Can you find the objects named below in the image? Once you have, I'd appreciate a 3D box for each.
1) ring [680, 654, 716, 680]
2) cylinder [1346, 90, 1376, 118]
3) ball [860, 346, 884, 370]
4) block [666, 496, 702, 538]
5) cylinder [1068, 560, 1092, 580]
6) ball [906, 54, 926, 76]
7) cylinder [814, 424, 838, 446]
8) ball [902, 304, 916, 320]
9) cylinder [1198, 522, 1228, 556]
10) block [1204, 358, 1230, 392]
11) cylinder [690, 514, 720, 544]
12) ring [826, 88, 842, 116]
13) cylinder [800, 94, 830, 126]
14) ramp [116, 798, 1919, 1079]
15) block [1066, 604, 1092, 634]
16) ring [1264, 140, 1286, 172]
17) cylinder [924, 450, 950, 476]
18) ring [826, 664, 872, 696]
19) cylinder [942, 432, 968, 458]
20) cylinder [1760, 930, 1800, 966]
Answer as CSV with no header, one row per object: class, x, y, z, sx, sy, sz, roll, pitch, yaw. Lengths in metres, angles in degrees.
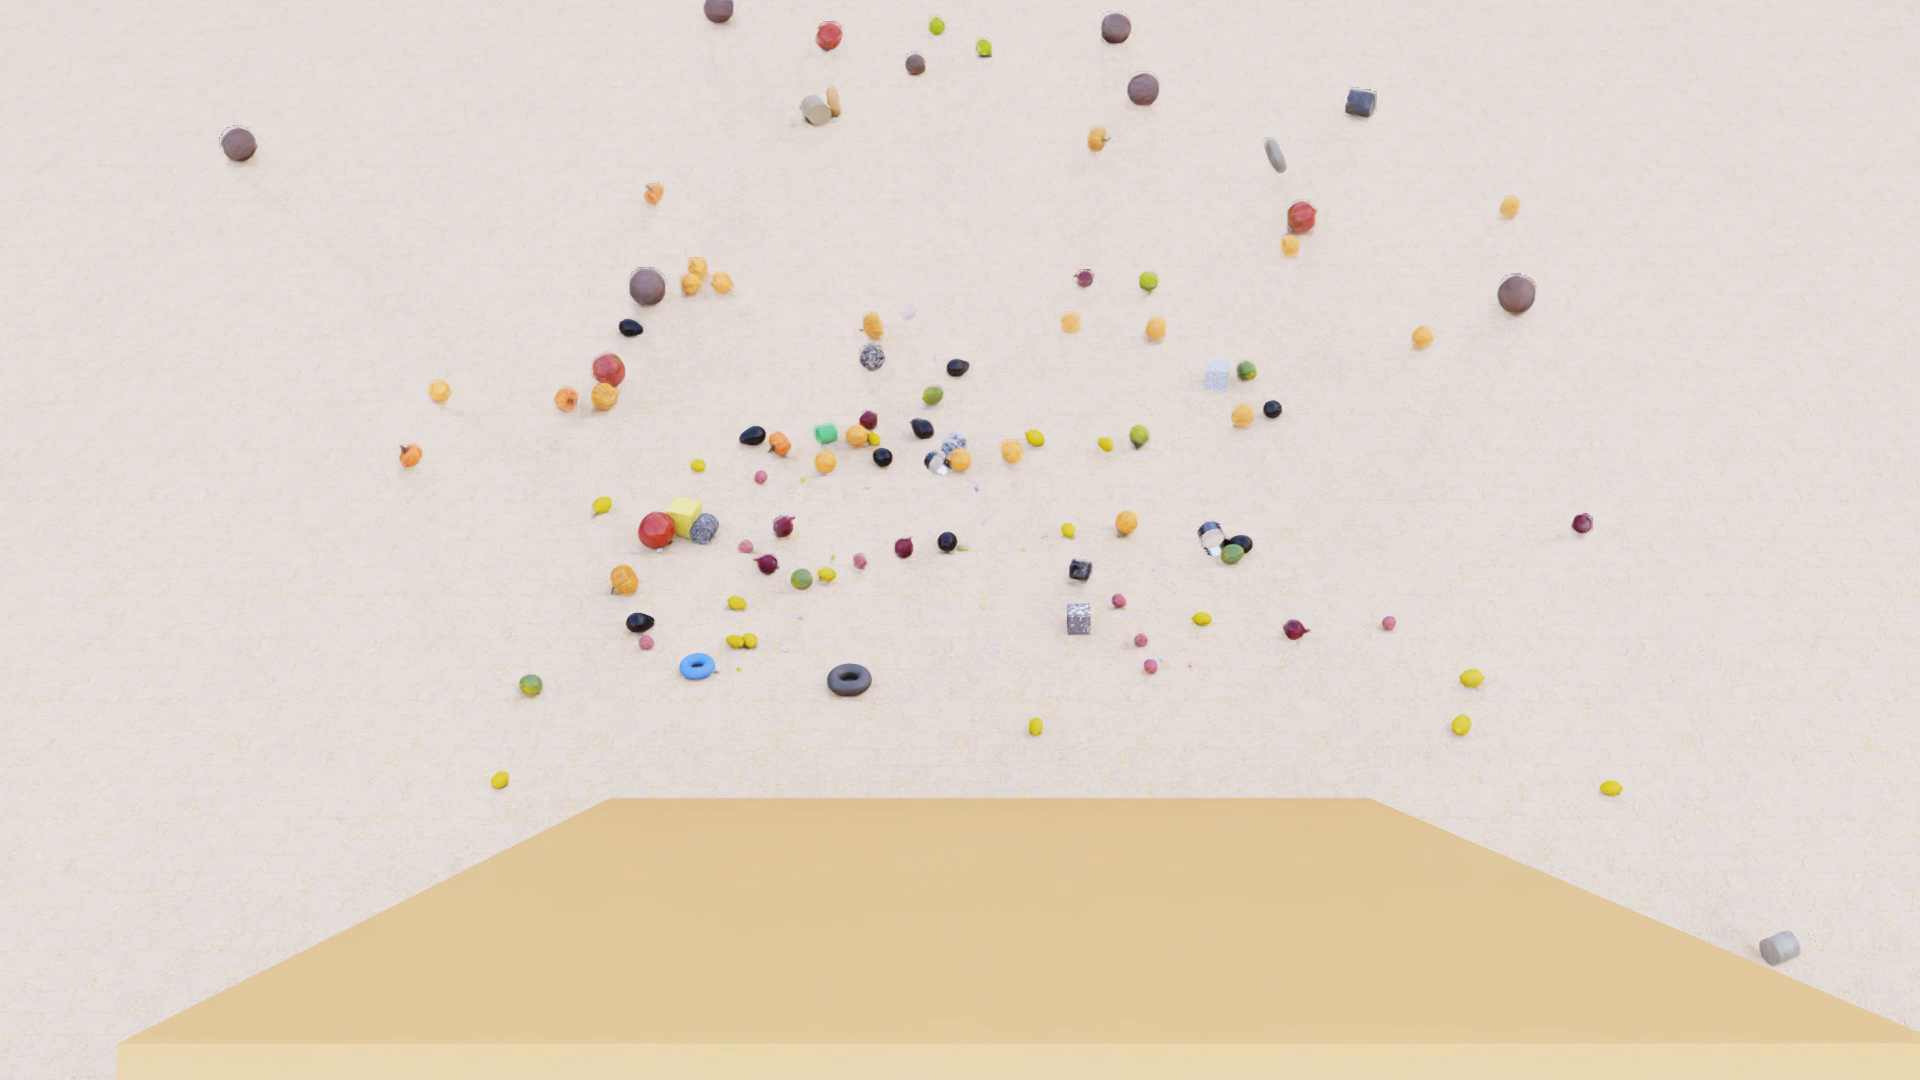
ring,-0.749,0.360,7.404,0.102,0.034,0.102,-1,36,1
cylinder,1.595,-1.736,10.331,0.096,0.096,0.096,14,38,19
ball,-0.295,-0.611,8.741,0.084,0.084,0.084,0,35,0
block,-0.845,-0.070,7.972,0.083,0.083,0.083,11,37,15
cylinder,0.359,0.091,7.768,0.054,0.054,0.054,12,37,16
ball,-0.182,-1.947,10.641,0.086,0.086,0.086,0,35,0
cylinder,-0.431,-0.340,8.379,0.057,0.057,0.057,-17,38,-22
ball,-0.177,-0.790,9.022,0.055,0.055,0.055,0,35,0
cylinder,0.767,-0.004,7.885,0.076,0.076,0.076,-6,36,-9
block,0.857,-0.550,8.661,0.076,0.076,0.076,5,35,7
cylinder,-0.781,-0.034,7.933,0.070,0.070,0.070,12,29,17
ring,-0.502,-1.742,10.332,0.039,0.117,0.117,-14,34,10
cylinder,-0.572,-1.701,10.285,0.093,0.093,0.093,-15,38,-21
ramp,0.077,0.665,4.838,2.000,0.100,4.000,0,-2,0
block,0.346,0.230,7.560,0.065,0.065,0.065,-1,35,-1
ring,1.201,-1.461,9.888,0.047,0.140,0.140,-24,37,3
cylinder,-0.073,-0.244,8.240,0.060,0.060,0.060,-27,43,-33
ring,-0.313,0.395,7.345,0.129,0.043,0.129,0,34,0
cylinder,-0.017,-0.302,8.321,0.062,0.062,0.062,15,36,21
cylinder,2.034,1.012,6.445,0.069,0.069,0.069,-16,38,-22
